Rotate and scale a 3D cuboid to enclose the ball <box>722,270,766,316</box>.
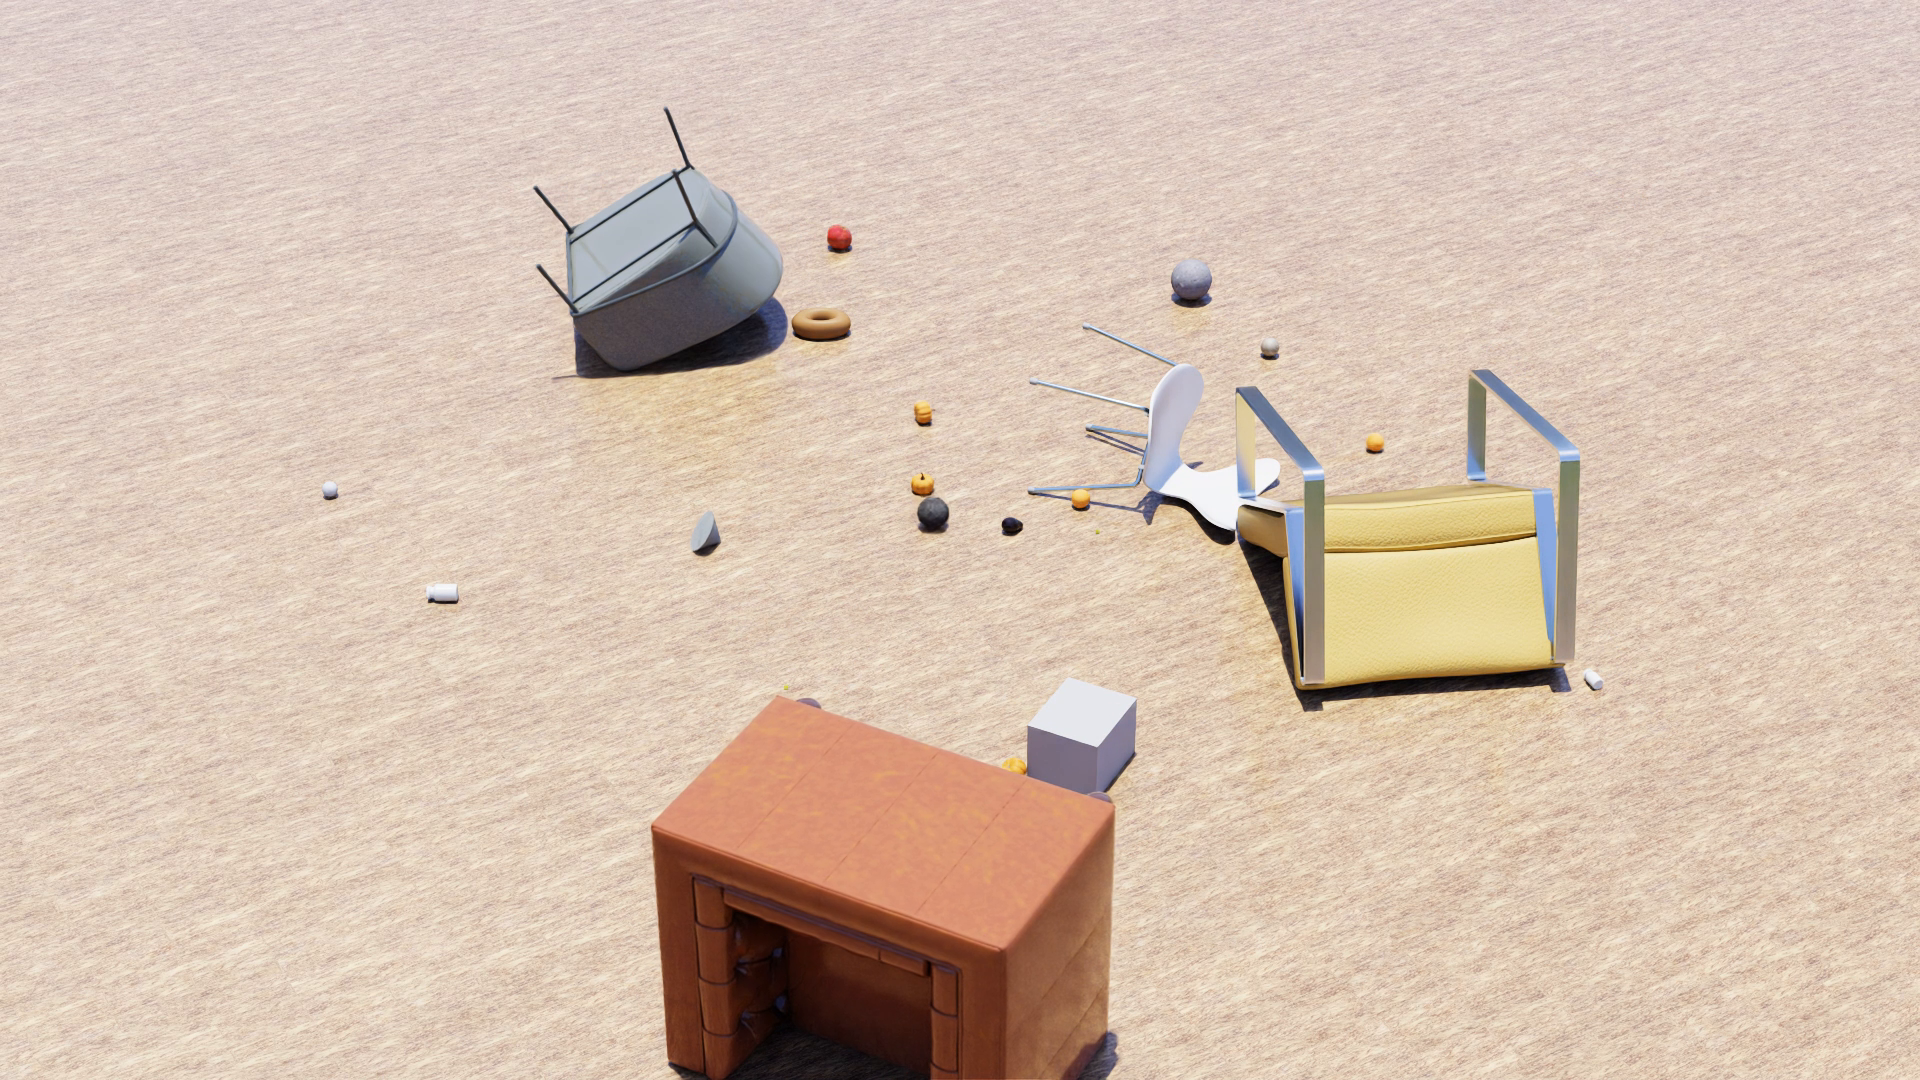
[{"bbox_3d":[-0.910,-1.043,12.352,0.193,0.193,0.193,0,33,0],"label":"ball"}]

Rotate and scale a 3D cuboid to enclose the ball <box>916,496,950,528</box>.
[{"bbox_3d":[-0.101,-0.104,10.993,0.120,0.120,0.120,0,33,0],"label":"ball"}]

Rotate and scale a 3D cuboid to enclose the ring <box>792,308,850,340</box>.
[{"bbox_3d":[-0.579,-0.904,12.238,0.249,0.088,0.161,0,35,2],"label":"ring"}]

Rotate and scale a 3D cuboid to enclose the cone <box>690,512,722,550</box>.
[{"bbox_3d":[-0.924,-0.013,10.913,0.090,0.143,0.179,32,39,-26],"label":"cone"}]

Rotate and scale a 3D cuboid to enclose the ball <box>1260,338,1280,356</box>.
[{"bbox_3d":[1.277,-0.795,12.079,0.080,0.080,0.080,0,33,0],"label":"ball"}]

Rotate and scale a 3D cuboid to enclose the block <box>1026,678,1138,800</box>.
[{"bbox_3d":[0.405,0.659,9.741,0.255,0.223,0.303,16,37,23],"label":"block"}]

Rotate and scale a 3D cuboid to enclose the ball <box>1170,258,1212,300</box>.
[{"bbox_3d":[0.983,-1.108,12.466,0.176,0.176,0.176,0,33,0],"label":"ball"}]

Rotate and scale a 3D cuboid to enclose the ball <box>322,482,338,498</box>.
[{"bbox_3d":[-2.403,-0.194,11.184,0.060,0.060,0.060,0,33,0],"label":"ball"}]
